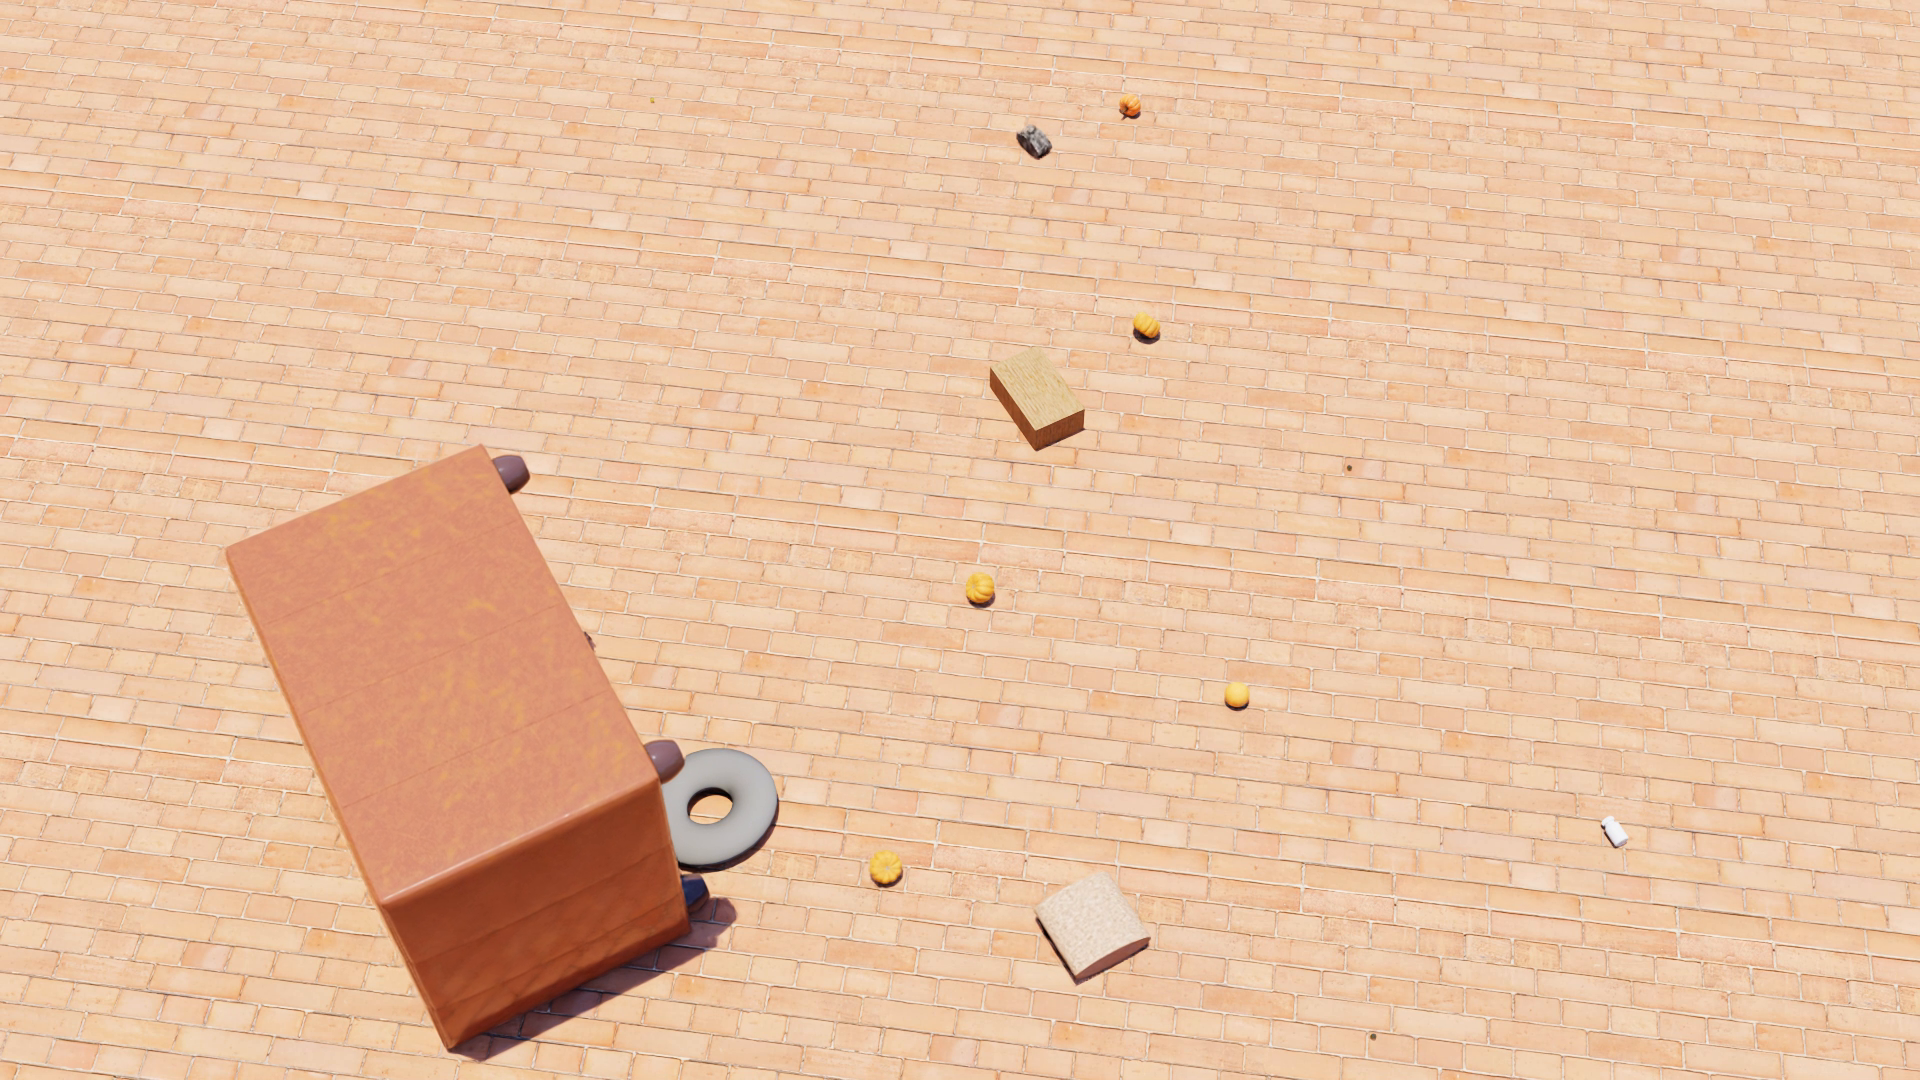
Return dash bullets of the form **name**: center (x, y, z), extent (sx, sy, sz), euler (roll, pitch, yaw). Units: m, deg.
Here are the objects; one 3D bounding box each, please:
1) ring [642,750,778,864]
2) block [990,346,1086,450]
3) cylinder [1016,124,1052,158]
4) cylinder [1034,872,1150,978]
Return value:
- **ring**: center (-0.686, 0.730, 6.027), extent (0.381, 0.097, 0.343), euler (-29, 60, -19)
- **block**: center (0.237, -0.441, 6.807), extent (0.175, 0.104, 0.284), euler (-25, 60, -16)
- **cylinder**: center (0.249, -1.351, 7.442), extent (0.061, 0.062, 0.116), euler (-36, 70, -22)
- **cylinder**: center (0.351, 1.020, 5.833), extent (0.235, 0.094, 0.217), euler (-23, 59, -19)
